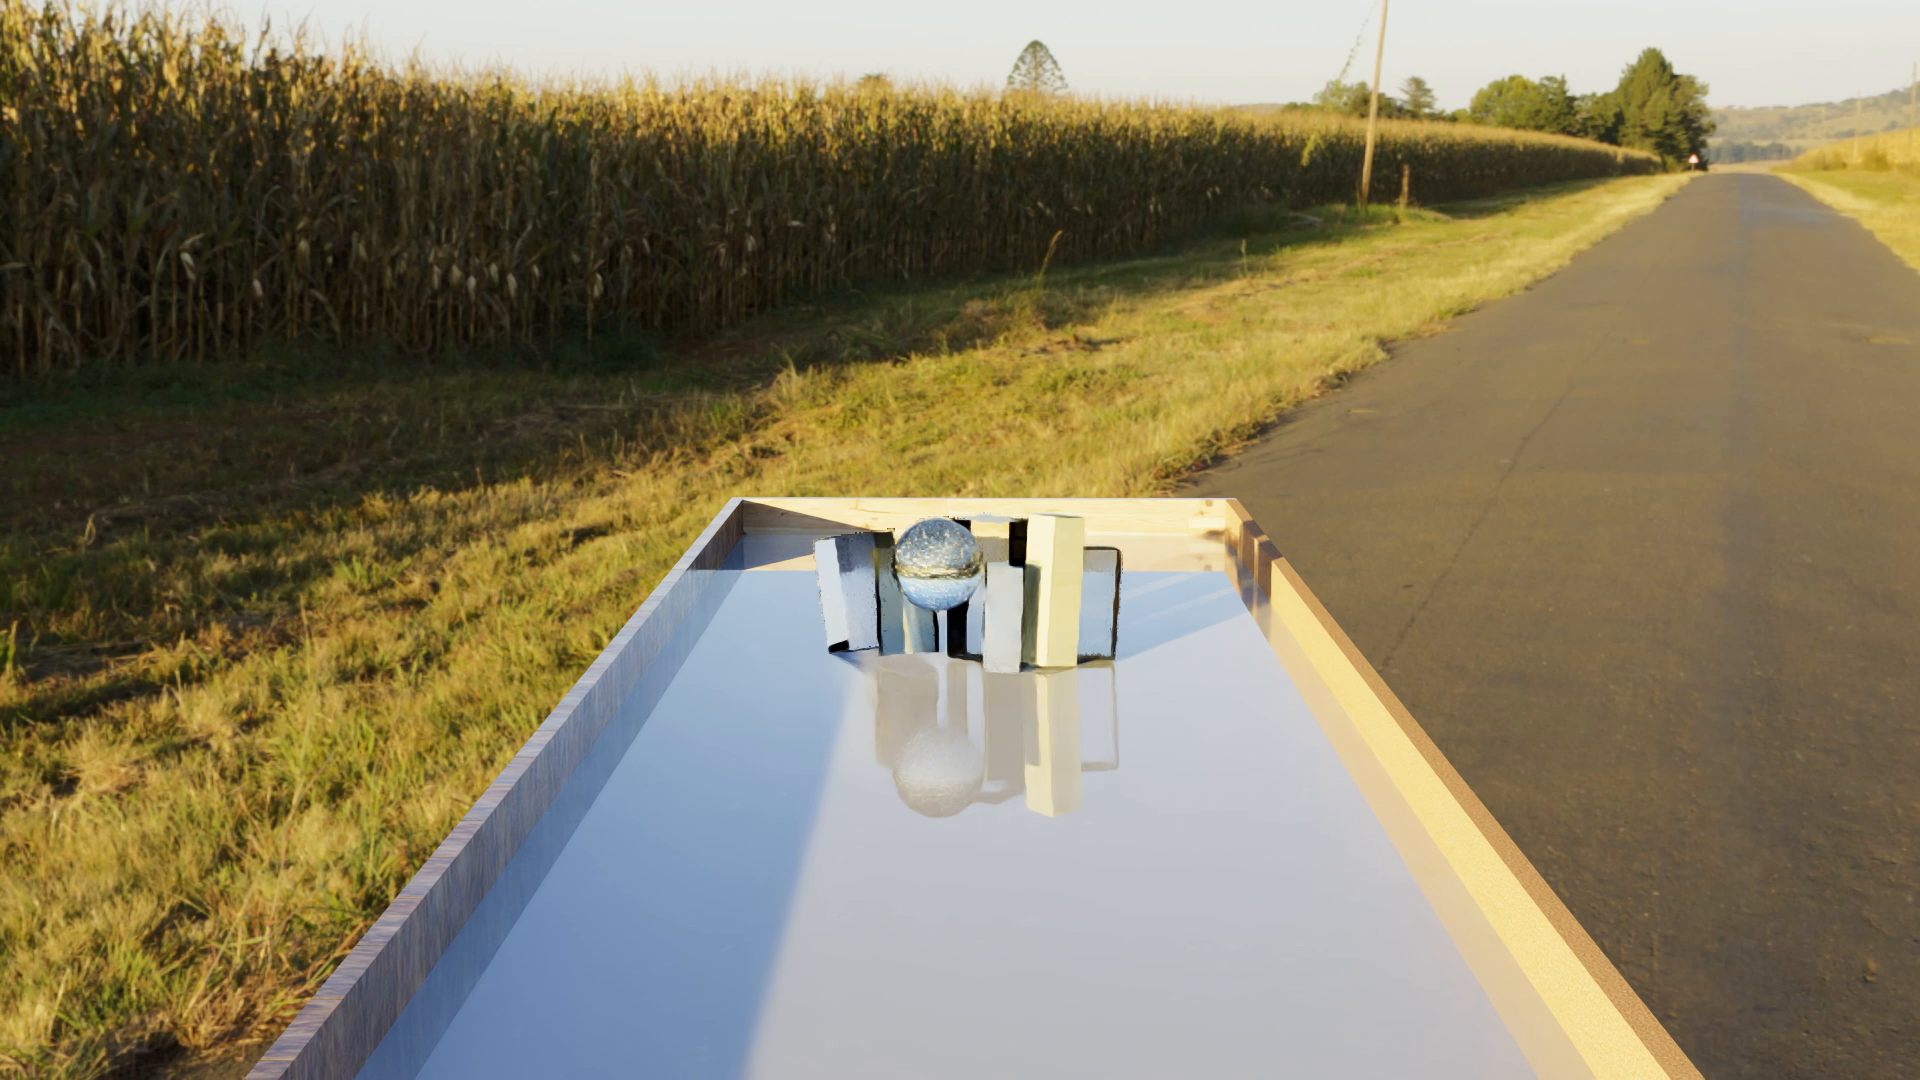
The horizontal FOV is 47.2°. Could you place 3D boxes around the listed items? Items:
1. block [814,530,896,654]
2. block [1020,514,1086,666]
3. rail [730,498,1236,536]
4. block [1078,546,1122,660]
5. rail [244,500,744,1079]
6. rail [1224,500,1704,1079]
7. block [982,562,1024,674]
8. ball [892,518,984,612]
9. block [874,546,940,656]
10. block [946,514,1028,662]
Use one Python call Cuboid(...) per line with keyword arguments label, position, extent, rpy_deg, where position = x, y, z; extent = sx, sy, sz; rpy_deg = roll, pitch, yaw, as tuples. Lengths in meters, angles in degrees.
Cuboid(label="block", position=(-0.305, 0.161, 6.789), extent=(0.176, 0.349, 0.176), rpy_deg=(-8, 0, -40))
Cuboid(label="block", position=(0.278, 0.149, 6.601), extent=(0.121, 0.446, 0.121), rpy_deg=(0, 5, -38))
Cuboid(label="rail", position=(0.099, -0.098, 9.147), extent=(2.100, 0.150, 0.050), rpy_deg=(0, 9, 1))
Cuboid(label="block", position=(0.401, 0.189, 6.706), extent=(0.145, 0.330, 0.145), rpy_deg=(3, 5, -5))
Cuboid(label="rail", position=(-1.004, 0.839, 3.234), extent=(0.050, 0.150, 12.000), rpy_deg=(0, 9, 1))
Cuboid(label="rail", position=(1.046, 0.843, 3.208), extent=(0.050, 0.150, 12.000), rpy_deg=(0, 9, 1))
Cuboid(label="block", position=(0.126, 0.230, 6.525), extent=(0.109, 0.317, 0.109), rpy_deg=(2, 7, -2))
Cuboid(label="ball", position=(-0.067, 0.074, 6.524), extent=(0.276, 0.276, 0.276), rpy_deg=(0, 9, 0))
Cuboid(label="block", position=(-0.163, 0.184, 6.702), extent=(0.132, 0.326, 0.132), rpy_deg=(0, -5, -39))
Cuboid(label="block", position=(0.090, 0.147, 6.700), extent=(0.179, 0.424, 0.179), rpy_deg=(6, 8, 35))
